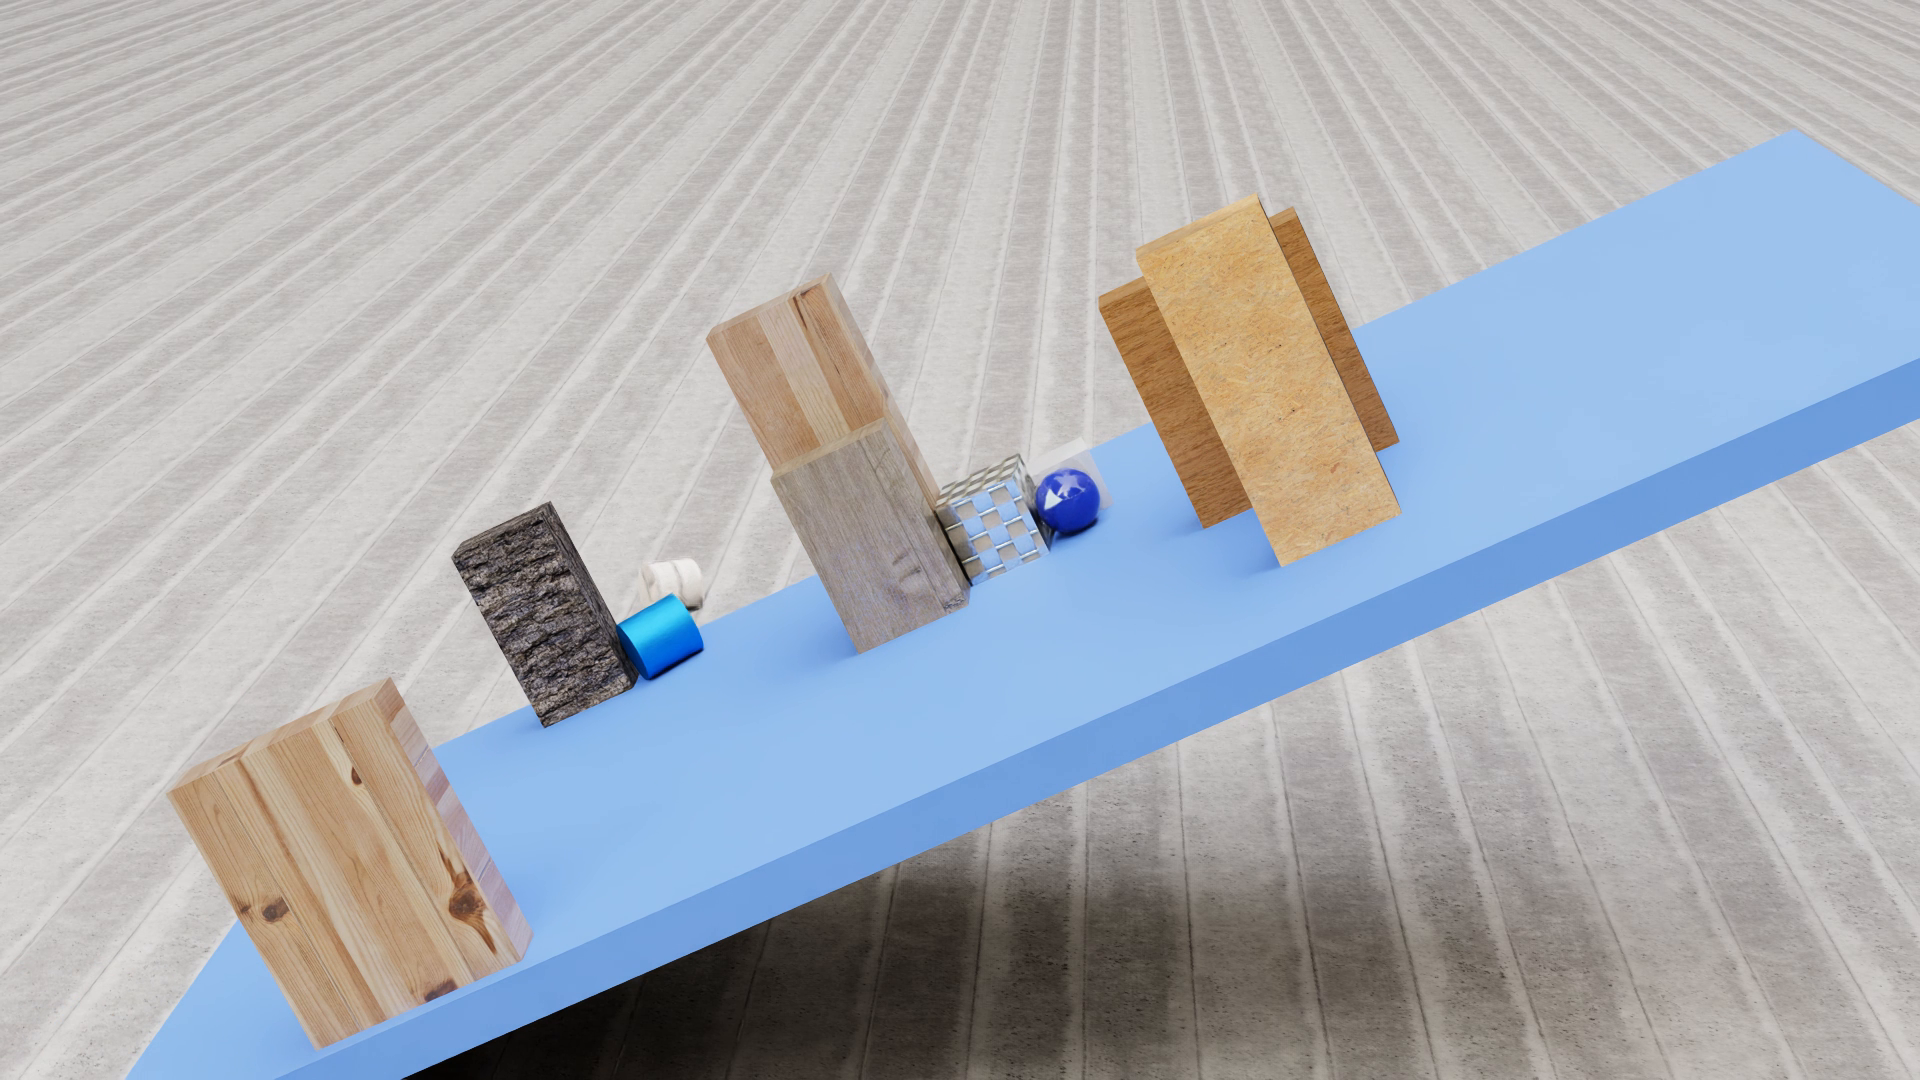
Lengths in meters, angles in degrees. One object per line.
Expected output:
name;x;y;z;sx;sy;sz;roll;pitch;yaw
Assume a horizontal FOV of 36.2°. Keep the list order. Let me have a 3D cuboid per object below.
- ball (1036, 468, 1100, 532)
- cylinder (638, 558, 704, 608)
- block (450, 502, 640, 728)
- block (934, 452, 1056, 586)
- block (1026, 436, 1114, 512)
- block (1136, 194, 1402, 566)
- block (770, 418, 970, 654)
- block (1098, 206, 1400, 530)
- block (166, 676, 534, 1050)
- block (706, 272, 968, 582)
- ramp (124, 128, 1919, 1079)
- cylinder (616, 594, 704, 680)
ball;0.240;-0.088;6.526;0.144;0.144;0.144;0;16;0
cylinder;-0.924;0.147;9.387;0.158;0.158;0.158;-9;19;-29
block;-1.001;0.181;7.134;0.245;0.479;0.135;-24;13;9
block;0.079;-0.046;6.567;0.193;0.193;0.193;-24;14;13
block;0.248;-0.128;6.665;0.142;0.142;0.142;-26;13;2
block;0.584;-0.300;5.562;0.249;0.656;0.117;-24;13;9
block;-0.193;-0.009;6.416;0.266;0.434;0.120;-24;13;9
block;0.594;-0.353;6.052;0.439;0.514;0.127;-24;13;9
block;-1.146;0.614;5.553;0.448;0.576;0.123;-24;13;9
block;-0.261;-0.194;6.573;0.296;0.744;0.123;-24;13;9
ramp;0.137;0.168;6.282;4.000;0.100;2.000;-24;13;9
cylinder;-0.727;0.234;7.120;0.155;0.155;0.155;-30;26;-16
